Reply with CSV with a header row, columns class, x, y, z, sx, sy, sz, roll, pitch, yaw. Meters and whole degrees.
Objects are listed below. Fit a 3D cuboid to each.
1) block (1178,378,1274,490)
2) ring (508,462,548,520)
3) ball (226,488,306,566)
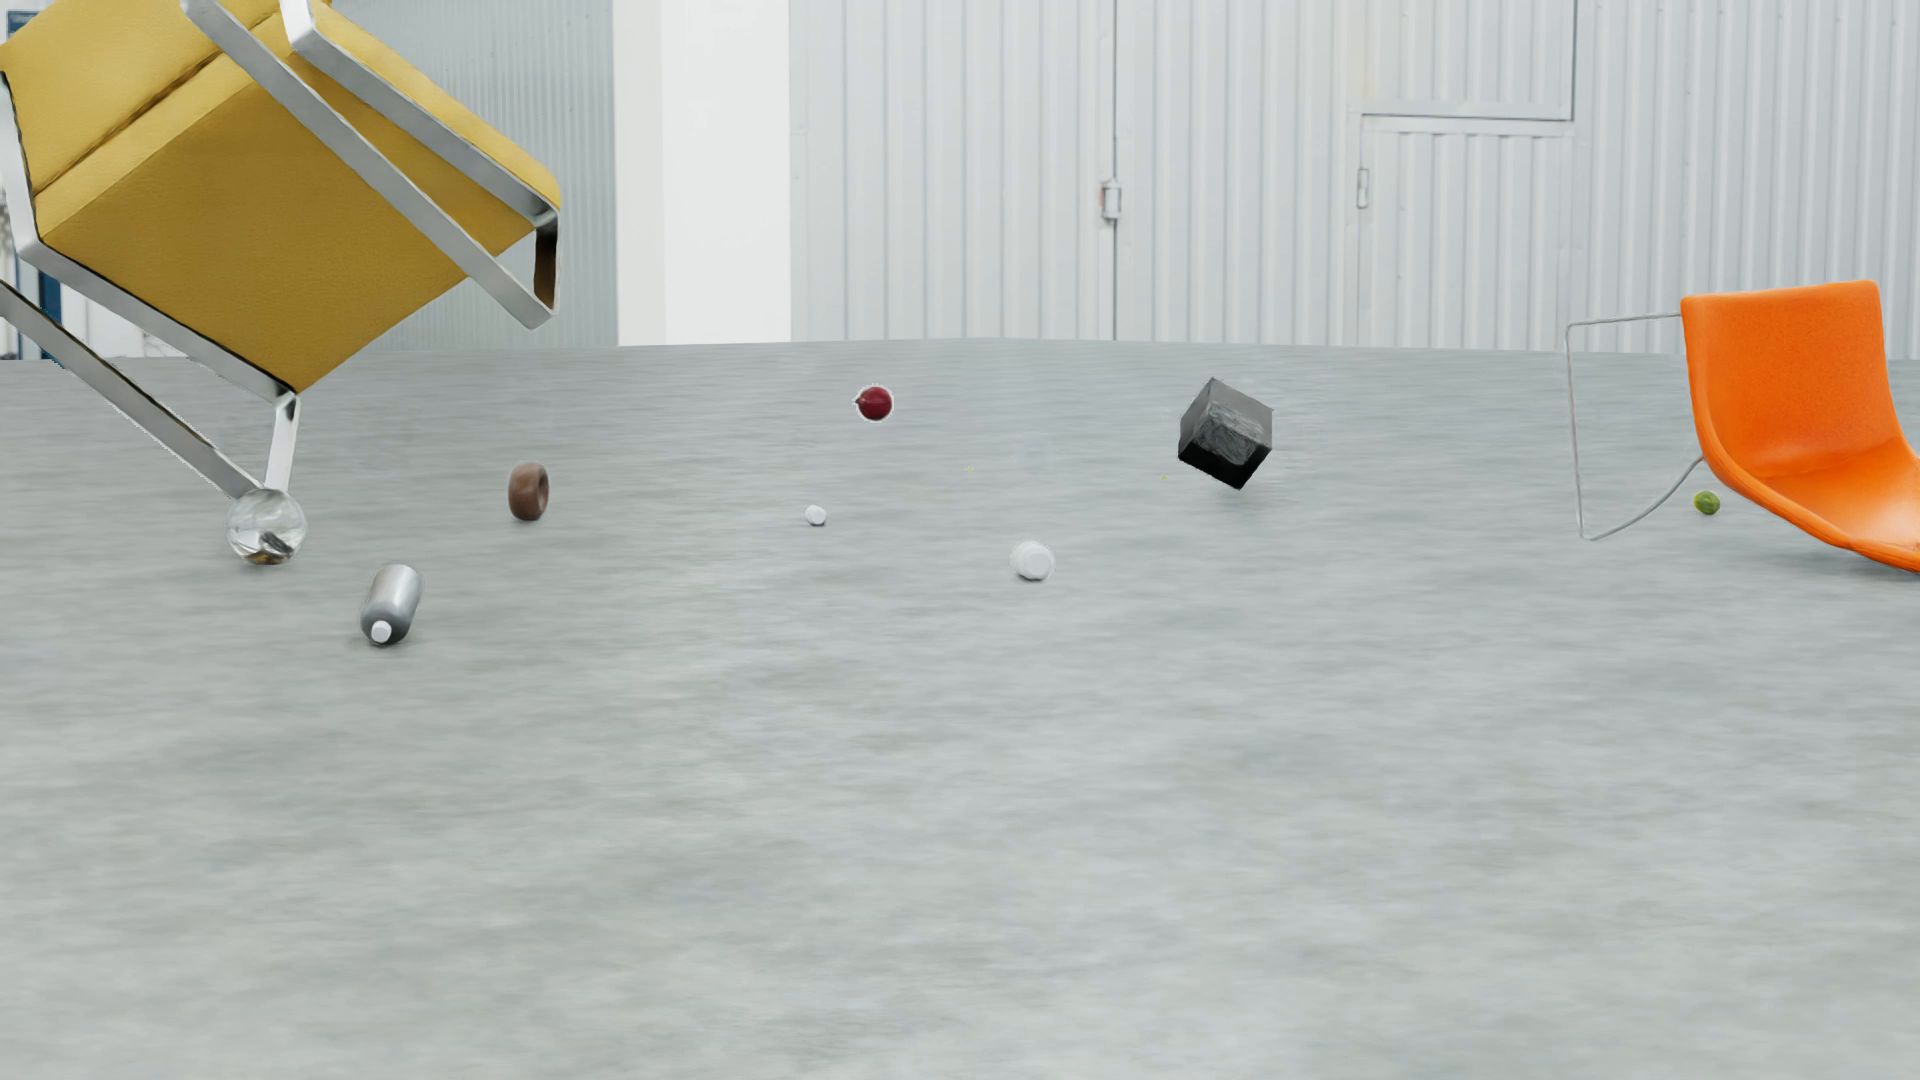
class,x,y,z,sx,sy,sz,roll,pitch,yaw
block,0.810,-0.324,7.820,0.220,0.180,0.218,27,36,-12
ring,-1.169,-0.134,6.955,0.082,0.157,0.213,0,16,3
ball,-1.582,-0.031,5.849,0.177,0.177,0.177,0,6,0
